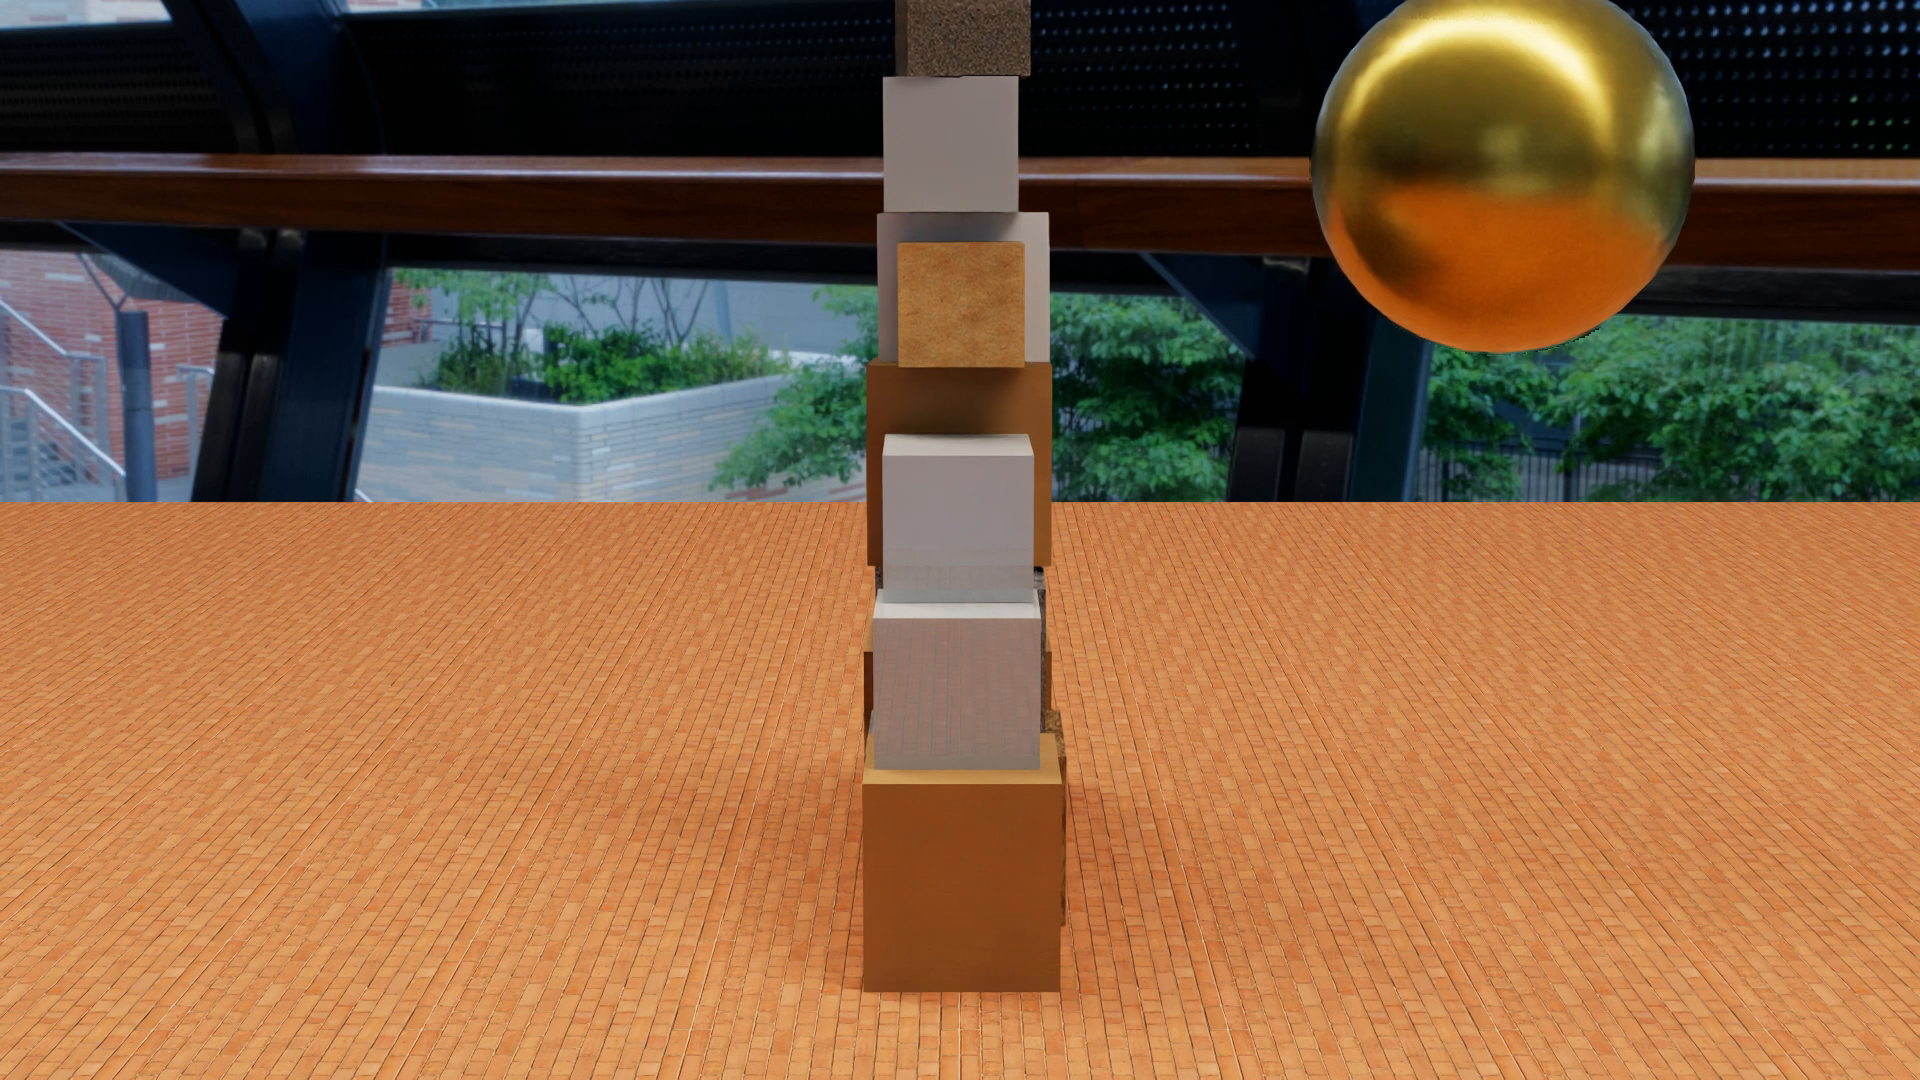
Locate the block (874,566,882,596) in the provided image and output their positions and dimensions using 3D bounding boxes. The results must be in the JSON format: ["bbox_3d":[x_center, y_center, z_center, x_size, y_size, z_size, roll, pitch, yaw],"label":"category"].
[{"bbox_3d":[-0.009,0.127,12.220,0.769,0.705,0.665,0,10,0],"label":"block"}]

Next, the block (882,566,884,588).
[{"bbox_3d":[0.001,0.344,11.587,0.687,0.622,0.637,0,10,0],"label":"block"}]

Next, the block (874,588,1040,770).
[{"bbox_3d":[-0.011,0.546,10.217,0.647,0.603,0.575,0,10,0],"label":"block"}]

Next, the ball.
[{"bbox_3d":[2.295,-1.594,10.890,1.600,1.600,1.600,0,10,0],"label":"ball"}]

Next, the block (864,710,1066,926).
[{"bbox_3d":[0.025,1.182,11.018,0.833,0.732,0.779,0,10,0],"label":"block"}]

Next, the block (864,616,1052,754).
[{"bbox_3d":[-0.011,0.862,12.486,0.882,0.837,0.816,0,10,0],"label":"block"}]

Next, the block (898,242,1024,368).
[{"bbox_3d":[0.005,-0.984,10.707,0.513,0.503,0.561,0,6,0],"label":"block"}]

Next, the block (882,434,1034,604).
[{"bbox_3d":[-0.010,-0.096,10.414,0.594,0.590,0.625,0,10,-1],"label":"block"}]

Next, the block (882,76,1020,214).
[{"bbox_3d":[-0.030,-1.684,10.995,0.564,0.560,0.590,0,7,2],"label":"block"}]

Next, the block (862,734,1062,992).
[{"bbox_3d":[0.008,1.273,10.237,0.761,0.833,0.766,0,10,0],"label":"block"}]

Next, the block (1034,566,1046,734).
[{"bbox_3d":[0.033,0.478,10.883,0.642,0.702,0.757,0,10,0],"label":"block"}]

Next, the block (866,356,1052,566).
[{"bbox_3d":[0.000,-0.359,11.187,0.775,0.843,0.918,0,6,0],"label":"block"}]

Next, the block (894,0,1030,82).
[{"bbox_3d":[0.005,-2.199,10.916,0.514,0.481,0.541,-1,7,-7],"label":"block"}]

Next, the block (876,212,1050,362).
[{"bbox_3d":[0.021,-1.122,11.342,0.735,0.638,0.718,0,7,1],"label":"block"}]
